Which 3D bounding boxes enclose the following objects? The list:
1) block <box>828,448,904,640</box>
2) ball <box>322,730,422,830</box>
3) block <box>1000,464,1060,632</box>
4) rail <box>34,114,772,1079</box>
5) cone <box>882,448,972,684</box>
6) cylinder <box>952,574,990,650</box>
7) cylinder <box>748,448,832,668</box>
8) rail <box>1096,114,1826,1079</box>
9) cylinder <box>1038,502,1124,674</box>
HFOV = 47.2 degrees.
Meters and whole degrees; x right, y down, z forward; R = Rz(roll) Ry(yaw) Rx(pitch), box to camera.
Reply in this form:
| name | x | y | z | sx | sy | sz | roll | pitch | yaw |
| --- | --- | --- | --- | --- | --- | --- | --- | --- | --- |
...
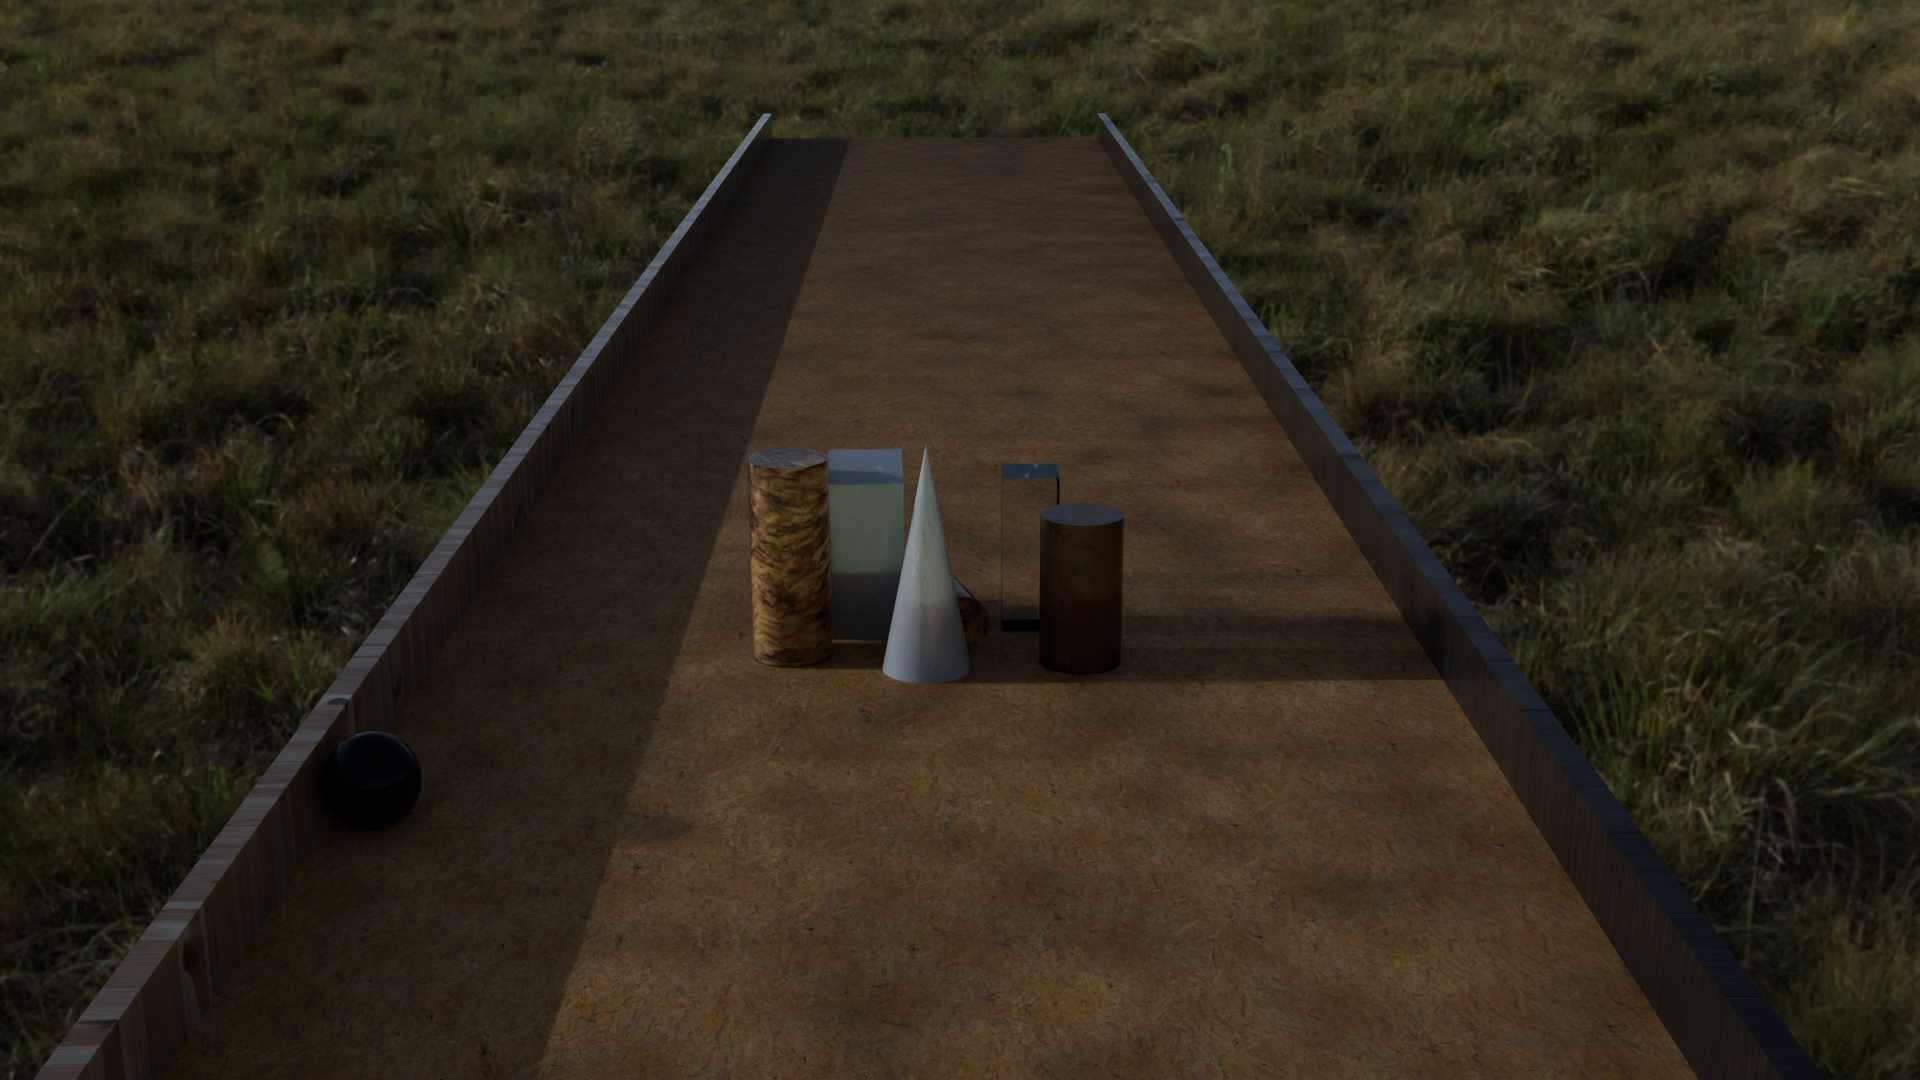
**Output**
| name | x | y | z | sx | sy | sz | roll | pitch | yaw |
| --- | --- | --- | --- | --- | --- | --- | --- | --- | --- |
| block | -0.193 | 0.009 | 4.517 | 0.150 | 0.362 | 0.150 | -1 | 30 | -3 |
| ball | -0.966 | 0.395 | 3.615 | 0.162 | 0.162 | 0.162 | 0 | 17 | 0 |
| block | 0.145 | 0.016 | 4.595 | 0.115 | 0.331 | 0.115 | 0 | 17 | -1 |
| rail | -1.118 | -0.838 | 7.780 | 0.050 | 0.150 | 12.000 | 0 | 17 | -1 |
| cone | -0.066 | 0.035 | 4.304 | 0.178 | 0.458 | 0.178 | 0 | 17 | 0 |
| cylinder | -0.042 | 0.125 | 4.604 | 0.116 | 0.116 | 0.344 | -5 | 17 | -15 |
| cylinder | -0.338 | 0.036 | 4.385 | 0.159 | 0.411 | 0.159 | 0 | 17 | 0 |
| rail | 0.932 | -0.844 | 7.801 | 0.050 | 0.150 | 12.000 | 0 | 17 | -1 |
| cylinder | 0.241 | 0.096 | 4.370 | 0.165 | 0.305 | 0.165 | 0 | 17 | 0 |
